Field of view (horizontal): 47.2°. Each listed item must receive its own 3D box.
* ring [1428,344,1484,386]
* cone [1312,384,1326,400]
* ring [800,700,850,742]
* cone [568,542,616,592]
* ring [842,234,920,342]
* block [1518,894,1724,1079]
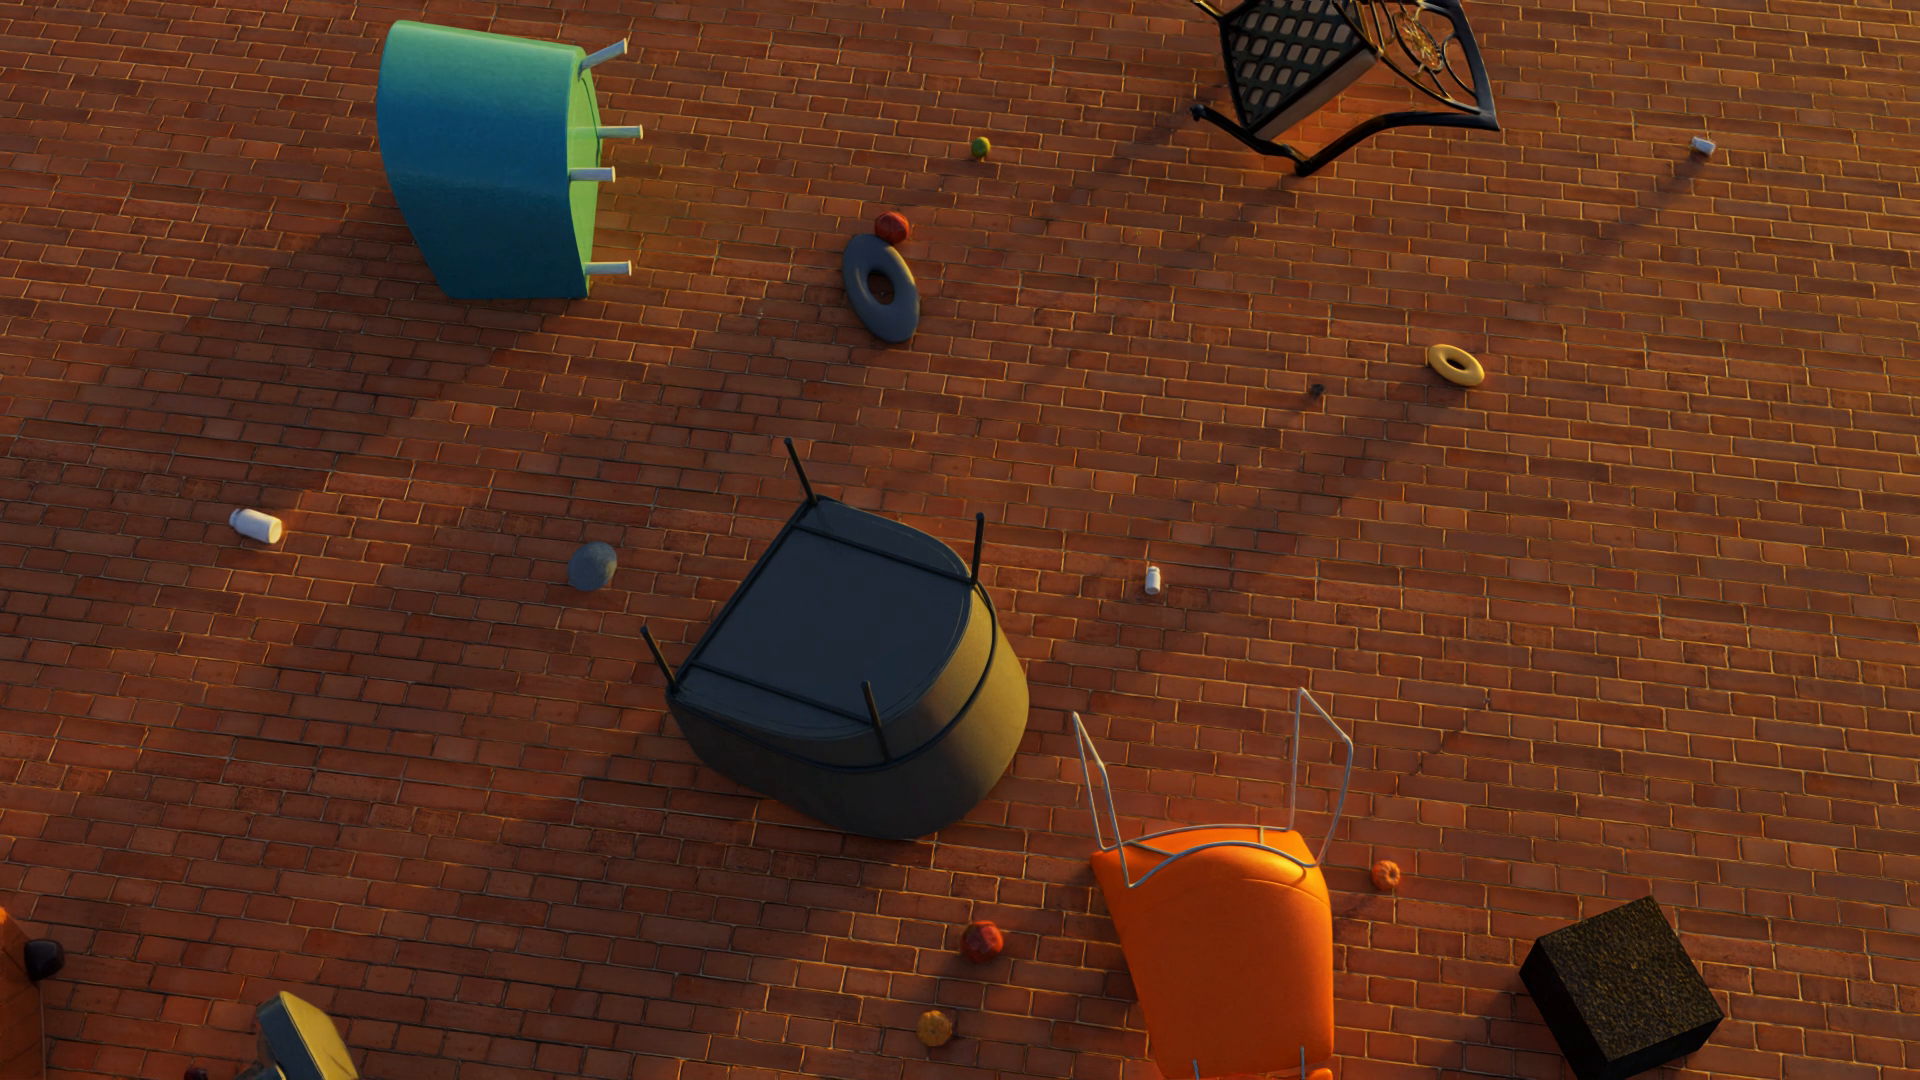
[{"bbox_3d":[1.559,-0.550,6.914,0.196,0.049,0.112,35,64,20],"label":"ring"},{"bbox_3d":[1.116,-0.458,6.872,0.049,0.034,0.049,12,76,15],"label":"cone"},{"bbox_3d":[-0.379,0.510,6.209,0.148,0.039,0.128,-34,62,-20],"label":"ring"},{"bbox_3d":[-1.091,0.052,6.485,0.143,0.090,0.179,11,57,7],"label":"cone"},{"bbox_3d":[-0.255,-0.812,7.081,0.223,0.065,0.470,-15,58,-9],"label":"ring"},{"bbox_3d":[1.693,1.167,5.652,0.334,0.231,0.353,-18,58,-12],"label":"block"}]
